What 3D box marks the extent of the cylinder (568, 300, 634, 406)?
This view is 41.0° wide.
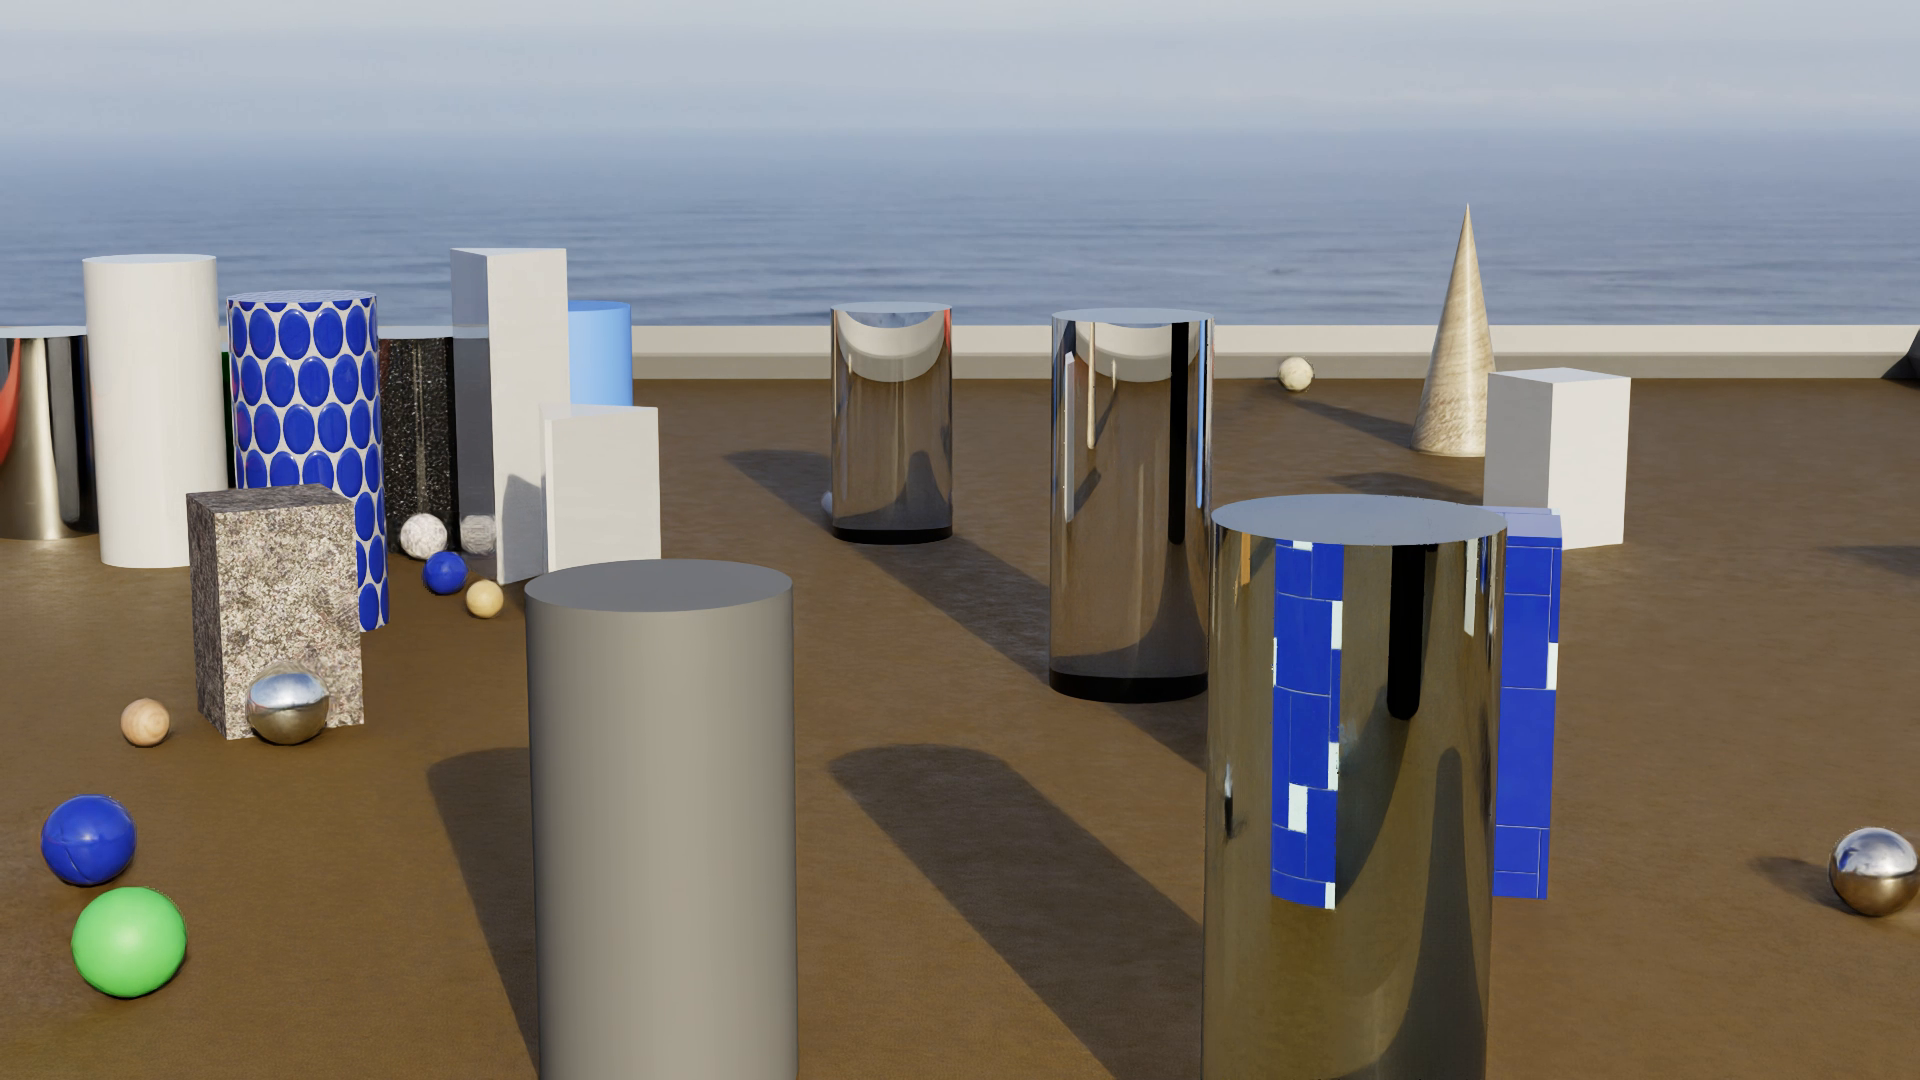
[{"bbox_3d":[-0.608,-0.193,4.036,0.188,0.351,0.188,0,11,0],"label":"cylinder"}]

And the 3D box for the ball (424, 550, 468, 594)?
[{"bbox_3d":[-0.711,0.045,3.548,0.061,0.061,0.061,0,11,0],"label":"ball"}]

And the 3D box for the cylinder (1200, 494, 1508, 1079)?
[{"bbox_3d":[0.255,0.201,1.682,0.188,0.438,0.188,0,11,0],"label":"cylinder"}]

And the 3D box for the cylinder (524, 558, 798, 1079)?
[{"bbox_3d":[-0.212,0.210,1.841,0.188,0.363,0.188,0,11,0],"label":"cylinder"}]

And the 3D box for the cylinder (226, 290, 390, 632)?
[{"bbox_3d":[-0.846,-0.103,3.336,0.188,0.429,0.188,0,11,0],"label":"cylinder"}]

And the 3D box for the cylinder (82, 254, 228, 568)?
[{"bbox_3d":[-1.184,-0.194,3.788,0.188,0.442,0.188,0,11,0],"label":"cylinder"}]

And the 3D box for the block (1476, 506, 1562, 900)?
[{"bbox_3d":[0.459,0.141,2.318,0.150,0.324,0.150,2,11,12],"label":"block"}]

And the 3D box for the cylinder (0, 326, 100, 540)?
[{"bbox_3d":[-1.432,-0.171,4.019,0.188,0.312,0.188,0,11,0],"label":"cylinder"}]

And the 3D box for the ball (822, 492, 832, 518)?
[{"bbox_3d":[-0.199,-0.057,4.135,0.047,0.047,0.047,0,11,0],"label":"ball"}]

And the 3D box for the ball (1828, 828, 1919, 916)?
[{"bbox_3d":[0.790,0.286,2.215,0.076,0.076,0.076,0,11,0],"label":"ball"}]

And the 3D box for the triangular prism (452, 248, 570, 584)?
[{"bbox_3d":[-0.667,-0.184,3.680,0.141,0.462,0.163,6,12,30],"label":"triangular prism"}]

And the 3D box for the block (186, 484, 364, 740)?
[{"bbox_3d":[-0.766,0.076,2.867,0.150,0.250,0.150,-6,12,-27],"label":"block"}]

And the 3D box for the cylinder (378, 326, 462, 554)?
[{"bbox_3d":[-0.825,-0.155,3.902,0.188,0.324,0.188,0,11,0],"label":"cylinder"}]

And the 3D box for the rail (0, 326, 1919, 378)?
[{"bbox_3d":[-0.015,-0.432,5.933,4.497,0.122,0.045,0,11,0],"label":"rail"}]

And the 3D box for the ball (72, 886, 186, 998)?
[{"bbox_3d":[-0.655,0.317,2.022,0.087,0.087,0.087,0,11,0],"label":"ball"}]

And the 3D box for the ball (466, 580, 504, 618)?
[{"bbox_3d":[-0.630,0.078,3.399,0.051,0.051,0.051,0,11,0],"label":"ball"}]

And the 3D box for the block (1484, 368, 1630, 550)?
[{"bbox_3d":[0.914,-0.126,3.938,0.150,0.255,0.150,-5,12,-27],"label":"block"}]

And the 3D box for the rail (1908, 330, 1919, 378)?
[{"bbox_3d":[2.225,0.029,3.462,0.045,0.122,5.100,0,11,0],"label":"rail"}]

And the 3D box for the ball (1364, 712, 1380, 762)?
[{"bbox_3d":[0.451,0.207,2.685,0.058,0.058,0.058,0,11,0],"label":"ball"}]

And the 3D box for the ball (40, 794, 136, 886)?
[{"bbox_3d":[-0.780,0.269,2.296,0.081,0.081,0.081,0,11,0],"label":"ball"}]

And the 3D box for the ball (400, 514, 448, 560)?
[{"bbox_3d":[-0.793,-0.005,3.792,0.069,0.069,0.069,0,11,0],"label":"ball"}]

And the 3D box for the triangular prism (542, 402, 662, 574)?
[{"bbox_3d":[-0.487,-0.019,3.246,0.163,0.298,0.141,-9,14,-41],"label":"triangular prism"}]

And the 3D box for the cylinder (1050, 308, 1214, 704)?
[{"bbox_3d":[0.200,-0.044,3.001,0.188,0.437,0.188,0,11,0],"label":"cylinder"}]

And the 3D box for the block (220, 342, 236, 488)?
[{"bbox_3d":[-1.266,-0.222,4.503,0.150,0.236,0.150,-7,12,-31],"label":"block"}]

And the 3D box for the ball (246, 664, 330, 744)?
[{"bbox_3d":[-0.725,0.177,2.769,0.088,0.088,0.088,0,11,0],"label":"ball"}]

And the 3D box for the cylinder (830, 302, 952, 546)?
[{"bbox_3d":[-0.105,-0.184,3.975,0.188,0.354,0.188,0,11,0],"label":"cylinder"}]

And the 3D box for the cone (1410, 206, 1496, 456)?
[{"bbox_3d":[0.949,-0.403,4.838,0.188,0.469,0.188,0,11,0],"label":"cone"}]

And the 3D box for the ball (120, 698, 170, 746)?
[{"bbox_3d":[-0.877,0.196,2.763,0.052,0.052,0.052,0,11,0],"label":"ball"}]

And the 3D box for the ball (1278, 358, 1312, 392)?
[{"bbox_3d":[0.747,-0.369,5.725,0.078,0.078,0.078,0,11,0],"label":"ball"}]
